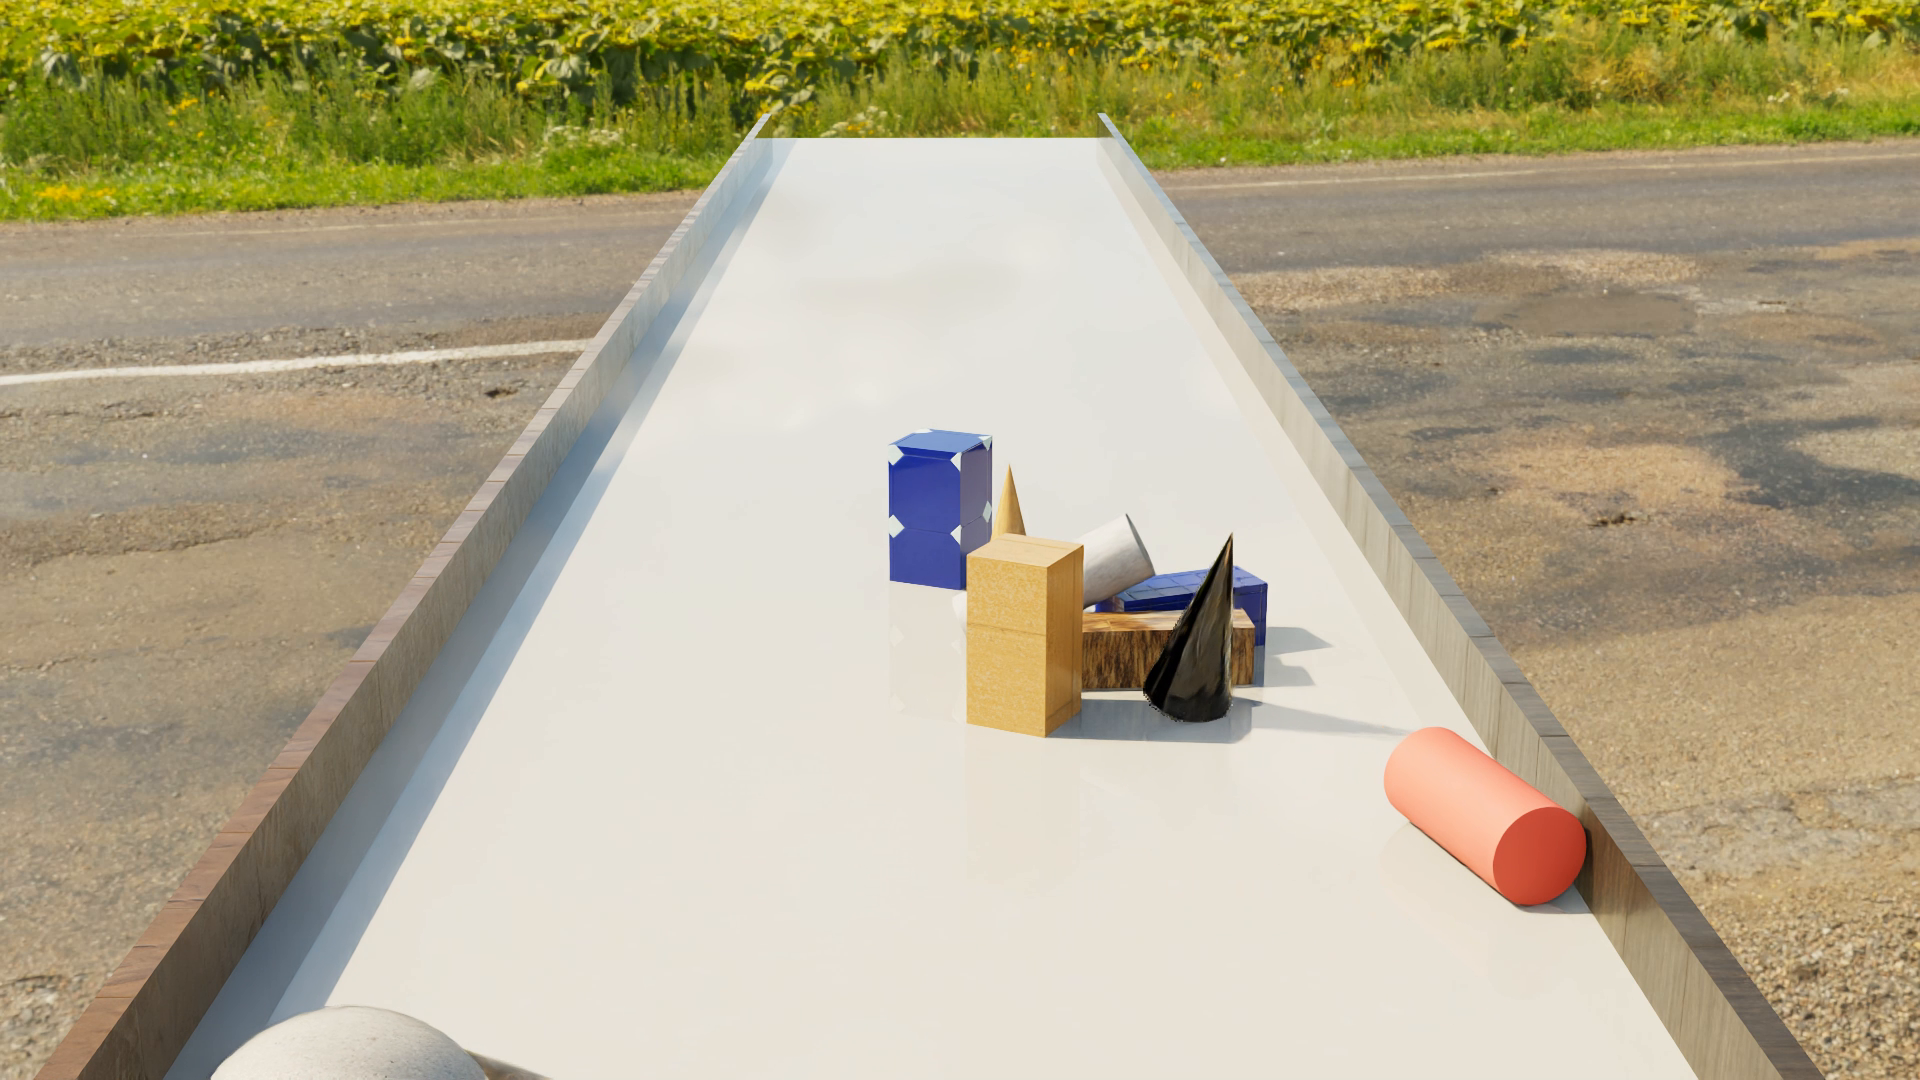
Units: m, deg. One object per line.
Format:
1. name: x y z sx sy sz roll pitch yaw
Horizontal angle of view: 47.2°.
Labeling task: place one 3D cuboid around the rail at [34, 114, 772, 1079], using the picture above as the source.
1. rail: -1.118 -0.838 7.780 0.050 0.150 12.000 0 17 -1

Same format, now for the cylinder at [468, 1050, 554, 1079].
1. cylinder: -0.540 0.701 2.665 0.323 0.117 0.117 9 19 28

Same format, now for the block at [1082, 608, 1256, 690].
1. block: 0.341 0.213 4.304 0.452 0.117 0.117 -1 17 -4

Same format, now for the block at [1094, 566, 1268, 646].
1. block: 0.450 0.151 4.486 0.324 0.133 0.133 -7 18 -21

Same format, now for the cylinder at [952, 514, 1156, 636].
1. cylinder: 0.187 0.092 4.392 0.387 0.137 0.137 -26 14 9

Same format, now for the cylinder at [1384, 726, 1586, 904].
1. cylinder: 0.827 0.432 3.490 0.161 0.161 0.346 -5 17 -17

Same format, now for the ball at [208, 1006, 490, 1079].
1. ball: -0.654 0.675 2.339 0.352 0.352 0.352 0 17 0

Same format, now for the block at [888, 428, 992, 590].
1. block: -0.043 -0.071 4.917 0.174 0.313 0.174 7 18 23

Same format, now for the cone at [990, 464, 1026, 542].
1. cone: 0.103 -0.002 4.646 0.155 0.335 0.155 0 17 0

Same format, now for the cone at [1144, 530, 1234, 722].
1. cone: 0.459 0.135 4.041 0.167 0.382 0.167 7 35 -5

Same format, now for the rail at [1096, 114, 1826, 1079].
1. rail: 0.932 -0.844 7.801 0.050 0.150 12.000 0 17 -1

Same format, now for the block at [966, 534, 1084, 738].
1. block: 0.120 0.174 4.069 0.161 0.327 0.161 8 19 26
